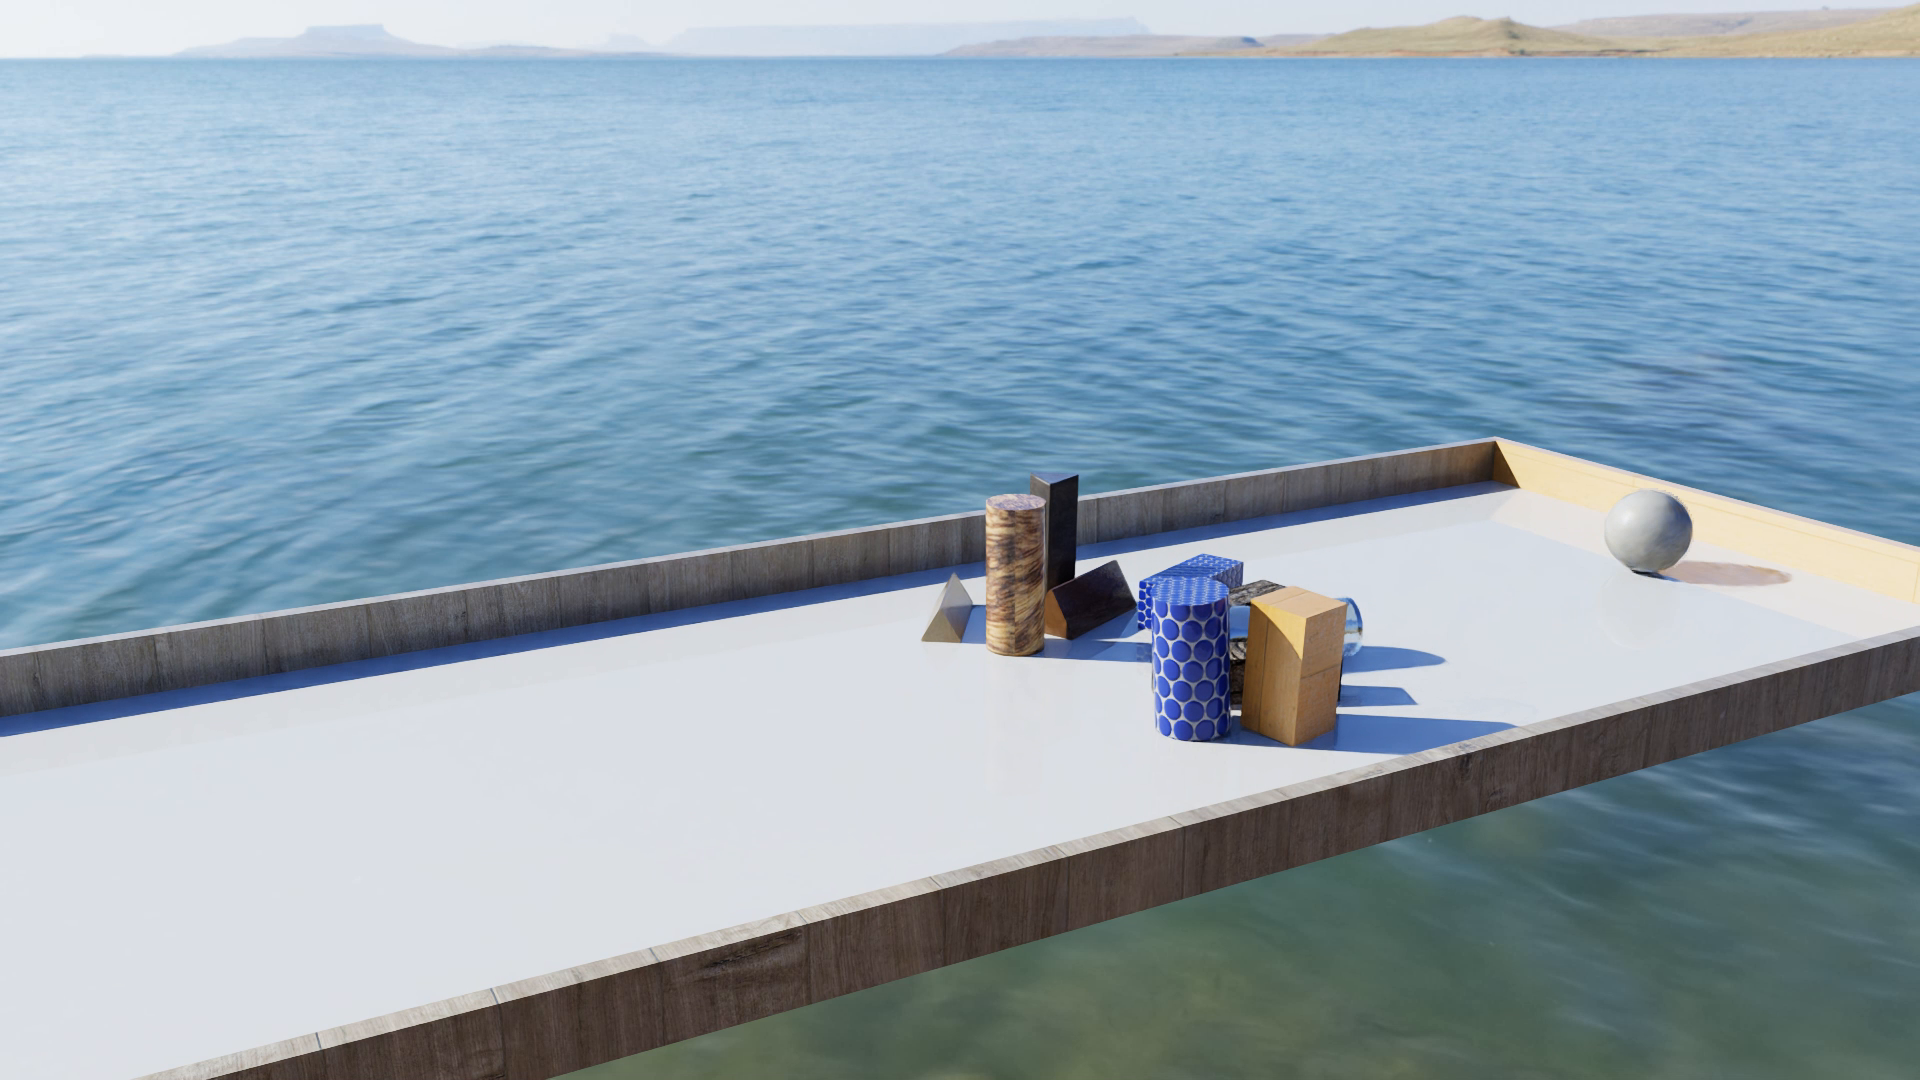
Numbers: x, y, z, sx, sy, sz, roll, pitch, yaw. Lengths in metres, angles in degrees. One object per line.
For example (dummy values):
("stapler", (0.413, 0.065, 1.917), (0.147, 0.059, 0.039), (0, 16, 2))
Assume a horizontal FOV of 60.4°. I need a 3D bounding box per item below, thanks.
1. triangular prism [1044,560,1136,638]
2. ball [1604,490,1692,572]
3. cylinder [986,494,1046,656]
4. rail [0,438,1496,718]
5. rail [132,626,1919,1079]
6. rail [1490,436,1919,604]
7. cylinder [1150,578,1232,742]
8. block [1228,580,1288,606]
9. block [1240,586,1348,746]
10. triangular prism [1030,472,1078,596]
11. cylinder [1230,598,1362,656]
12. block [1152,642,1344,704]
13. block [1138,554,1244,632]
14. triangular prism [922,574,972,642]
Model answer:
("triangular prism", (0.345, 0.155, 4.591), (0.145, 0.126, 0.341), (11, 20, 34))
("ball", (2.086, -0.027, 5.002), (0.250, 0.250, 0.250), (0, 16, 0))
("cylinder", (0.146, 0.092, 4.330), (0.156, 0.400, 0.156), (0, 17, 0))
("rail", (-3.305, 0.497, 3.399), (12.000, 0.150, 0.050), (-9, 18, -27))
("rail", (-2.336, 1.006, 1.665), (12.000, 0.150, 0.050), (-9, 18, -27))
("rail", (2.466, -0.048, 5.253), (0.050, 0.150, 2.100), (-9, 18, -27))
("cylinder", (0.533, 0.274, 3.806), (0.178, 0.334, 0.178), (-4, 19, 1))
("block", (0.730, 0.209, 4.444), (0.377, 0.113, 0.113), (-12, 20, -36))
("block", (0.769, 0.288, 3.807), (0.155, 0.313, 0.155), (-14, 24, -40))
("triangular prism", (0.242, 0.007, 4.635), (0.115, 0.390, 0.133), (13, 21, 35))
("cylinder", (0.835, 0.239, 4.271), (0.376, 0.154, 0.154), (-4, 17, -13))
("block", (0.700, 0.326, 4.039), (0.443, 0.117, 0.117), (-1, 16, -4))
("block", (0.646, 0.152, 4.599), (0.135, 0.135, 0.335), (13, 21, 37))
("triangular prism", (-0.034, 0.182, 4.564), (0.105, 0.091, 0.328), (1, 16, 6))
